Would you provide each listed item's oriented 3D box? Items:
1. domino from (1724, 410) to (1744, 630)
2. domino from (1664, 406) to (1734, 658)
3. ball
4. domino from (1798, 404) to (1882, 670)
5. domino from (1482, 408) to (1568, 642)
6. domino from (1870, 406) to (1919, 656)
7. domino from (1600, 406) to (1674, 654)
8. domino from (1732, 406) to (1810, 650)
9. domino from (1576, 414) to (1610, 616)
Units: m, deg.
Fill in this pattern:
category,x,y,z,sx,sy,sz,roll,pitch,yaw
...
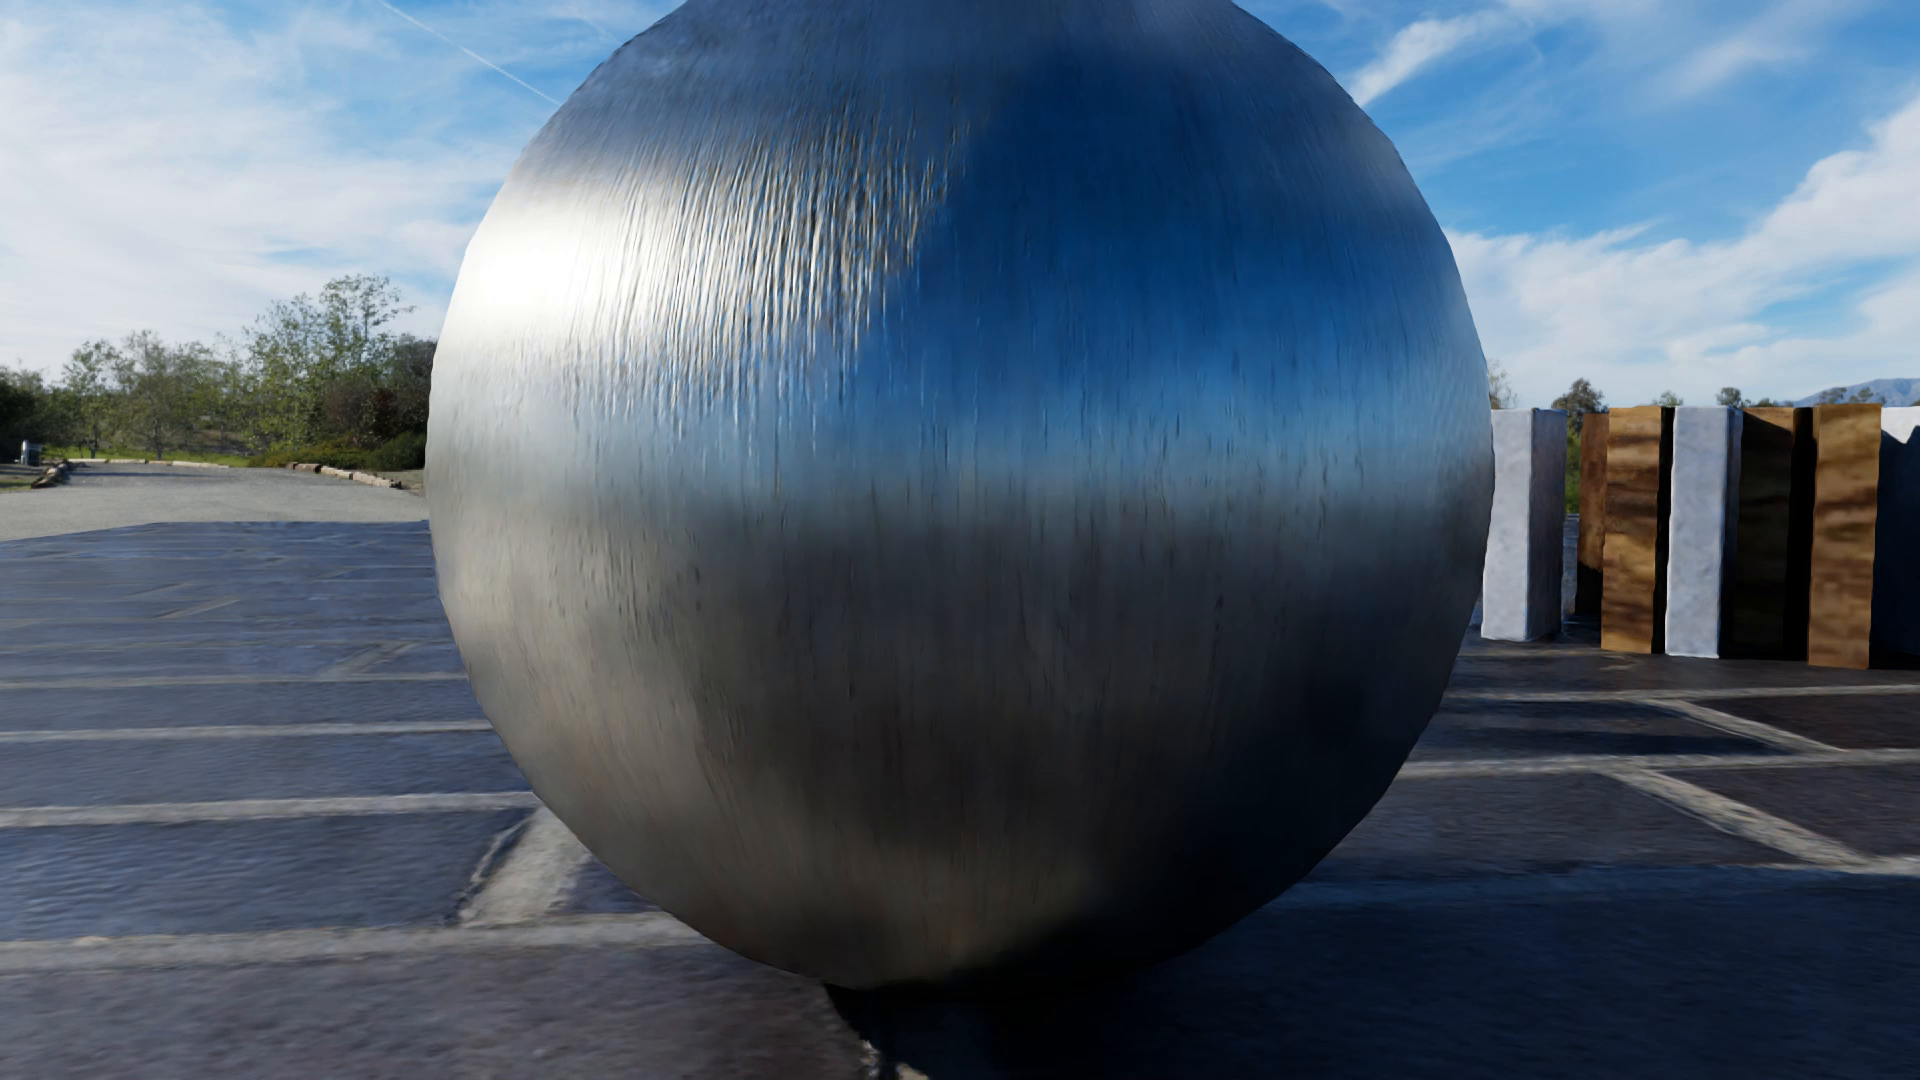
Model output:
category,x,y,z,sx,sy,sz,roll,pitch,yaw
domino,0.167,-0.005,0.295,0.025,0.050,0.010,-1,4,-14
domino,0.153,-0.002,0.266,0.009,0.050,0.025,3,5,33
ball,0.000,-0.005,0.103,0.080,0.080,0.080,0,4,0
domino,0.174,-0.001,0.254,0.010,0.050,0.025,2,5,30
domino,0.126,-0.004,0.286,0.010,0.050,0.025,4,6,40
domino,0.198,-0.002,0.267,0.009,0.050,0.025,0,4,1
domino,0.144,-0.003,0.271,0.009,0.050,0.025,3,5,38
domino,0.176,-0.003,0.273,0.025,0.050,0.009,-3,5,-37
domino,0.168,-0.006,0.318,0.025,0.050,0.010,3,5,31
